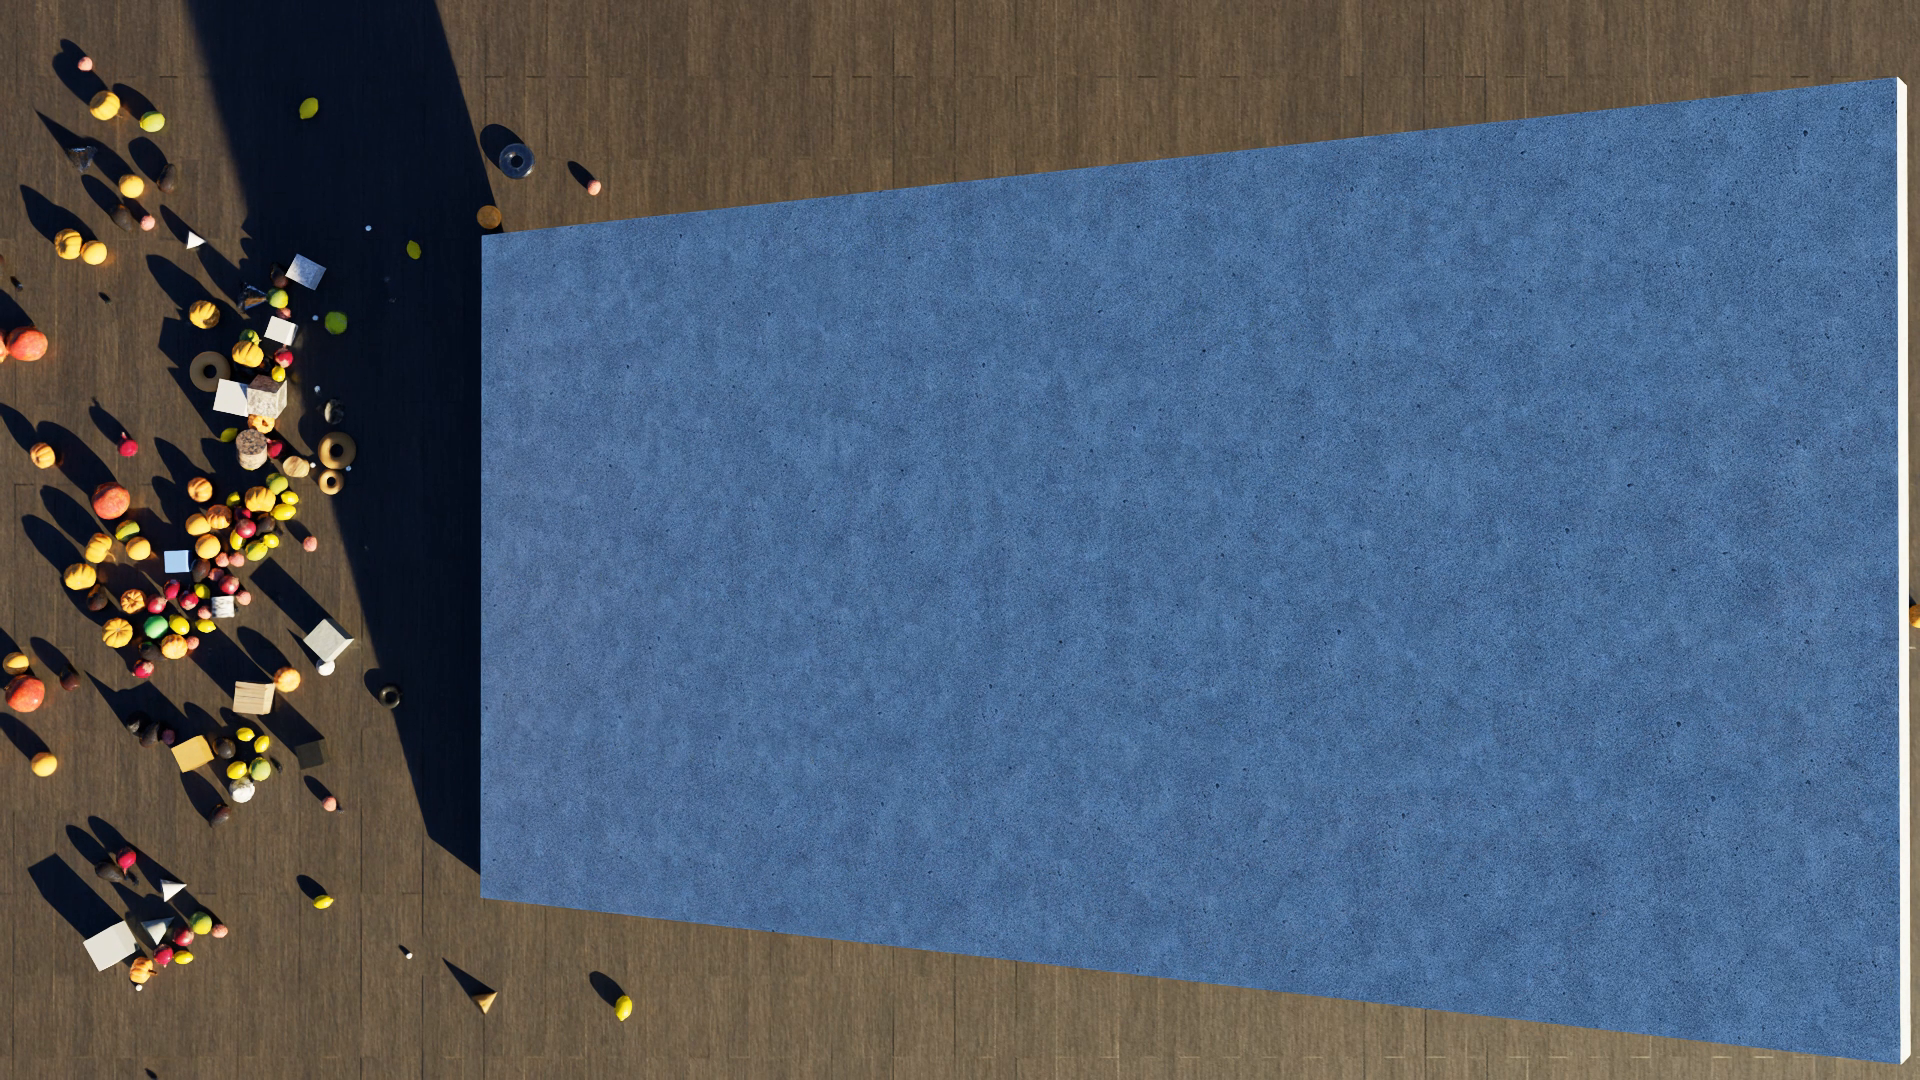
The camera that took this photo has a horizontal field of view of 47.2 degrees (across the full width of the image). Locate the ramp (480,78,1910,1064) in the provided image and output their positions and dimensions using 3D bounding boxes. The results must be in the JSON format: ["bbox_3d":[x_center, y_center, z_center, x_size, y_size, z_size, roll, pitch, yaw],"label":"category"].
[{"bbox_3d":[0.255,0.070,5.590,4.000,0.100,2.000,0,89,33],"label":"ramp"}]

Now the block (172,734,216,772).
[{"bbox_3d":[-2.328,0.649,6.680,0.080,0.080,0.080,-26,90,0],"label":"block"}]

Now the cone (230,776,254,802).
[{"bbox_3d":[-2.195,0.762,6.681,0.077,0.077,0.077,0,90,0],"label":"cone"}]

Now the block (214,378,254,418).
[{"bbox_3d":[-2.197,-0.430,6.682,0.095,0.095,0.095,12,90,0],"label":"block"}]

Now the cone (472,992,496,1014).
[{"bbox_3d":[-1.438,1.398,6.699,0.068,0.068,0.068,-33,90,-27],"label":"cone"}]

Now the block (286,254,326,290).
[{"bbox_3d":[-1.991,-0.816,6.695,0.076,0.076,0.076,28,90,0],"label":"block"}]

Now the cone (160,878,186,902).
[{"bbox_3d":[-2.393,1.059,6.701,0.072,0.072,0.072,-11,89,-27],"label":"cone"}]

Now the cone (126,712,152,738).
[{"bbox_3d":[-2.509,0.563,6.681,0.081,0.081,0.081,0,90,0],"label":"cone"}]

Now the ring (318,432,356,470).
[{"bbox_3d":[-1.901,-0.273,6.709,0.117,0.039,0.117,0,88,-1],"label":"ring"}]

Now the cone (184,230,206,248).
[{"bbox_3d":[-2.330,-0.914,6.721,0.057,0.057,0.057,14,89,-34],"label":"cone"}]

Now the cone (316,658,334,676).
[{"bbox_3d":[-1.941,0.385,6.694,0.057,0.057,0.057,0,90,0],"label":"cone"}]

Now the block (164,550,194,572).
[{"bbox_3d":[-2.377,0.066,6.694,0.064,0.064,0.064,-3,90,0],"label":"block"}]

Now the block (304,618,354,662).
[{"bbox_3d":[-1.917,0.303,6.678,0.091,0.091,0.091,44,90,0],"label":"block"}]

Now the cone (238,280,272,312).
[{"bbox_3d":[-2.145,-0.741,6.711,0.096,0.096,0.096,1,89,-27],"label":"cone"}]

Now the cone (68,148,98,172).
[{"bbox_3d":[-2.667,-1.178,6.718,0.080,0.080,0.080,-39,90,-27],"label":"cone"}]

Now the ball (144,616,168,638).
[{"bbox_3d":[-2.446,0.264,6.689,0.070,0.070,0.070,0,90,0],"label":"ball"}]

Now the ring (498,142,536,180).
[{"bbox_3d":[-1.353,-1.157,6.718,0.113,0.038,0.113,0,90,1],"label":"ring"}]

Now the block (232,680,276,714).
[{"bbox_3d":[-2.143,0.477,6.677,0.090,0.090,0.090,6,90,0],"label":"block"}]

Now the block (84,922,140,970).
[{"bbox_3d":[-2.571,1.230,6.666,0.100,0.100,0.100,-30,90,0],"label":"block"}]

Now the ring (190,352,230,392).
[{"bbox_3d":[-2.288,-0.514,6.710,0.125,0.042,0.125,0,90,1],"label":"ring"}]

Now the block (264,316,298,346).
[{"bbox_3d":[-2.066,-0.637,6.698,0.066,0.066,0.066,20,90,0],"label":"block"}]

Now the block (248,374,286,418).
[{"bbox_3d":[-2.101,-0.435,6.669,0.088,0.088,0.088,11,123,0],"label":"block"}]

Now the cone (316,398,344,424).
[{"bbox_3d":[-1.939,-0.399,6.711,0.083,0.083,0.083,11,89,27],"label":"cone"}]

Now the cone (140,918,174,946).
[{"bbox_3d":[-2.431,1.173,6.696,0.087,0.087,0.087,-35,90,-27],"label":"cone"}]

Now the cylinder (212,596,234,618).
[{"bbox_3d":[-2.244,0.204,6.693,0.062,0.062,0.062,-2,90,0],"label":"cylinder"}]

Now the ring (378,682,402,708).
[{"bbox_3d":[-1.739,0.475,6.709,0.079,0.026,0.079,0,91,0],"label":"ring"}]

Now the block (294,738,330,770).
[{"bbox_3d":[-1.967,0.651,6.684,0.073,0.073,0.073,-14,90,0],"label":"block"}]

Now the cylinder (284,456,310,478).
[{"bbox_3d":[-2.020,-0.223,6.697,0.063,0.063,0.063,0,90,0],"label":"cylinder"}]

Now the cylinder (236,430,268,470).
[{"bbox_3d":[-2.148,-0.275,6.667,0.090,0.090,0.090,7,62,-13],"label":"cylinder"}]

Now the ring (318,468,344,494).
[{"bbox_3d":[-1.920,-0.180,6.715,0.080,0.027,0.080,0,91,0],"label":"ring"}]
